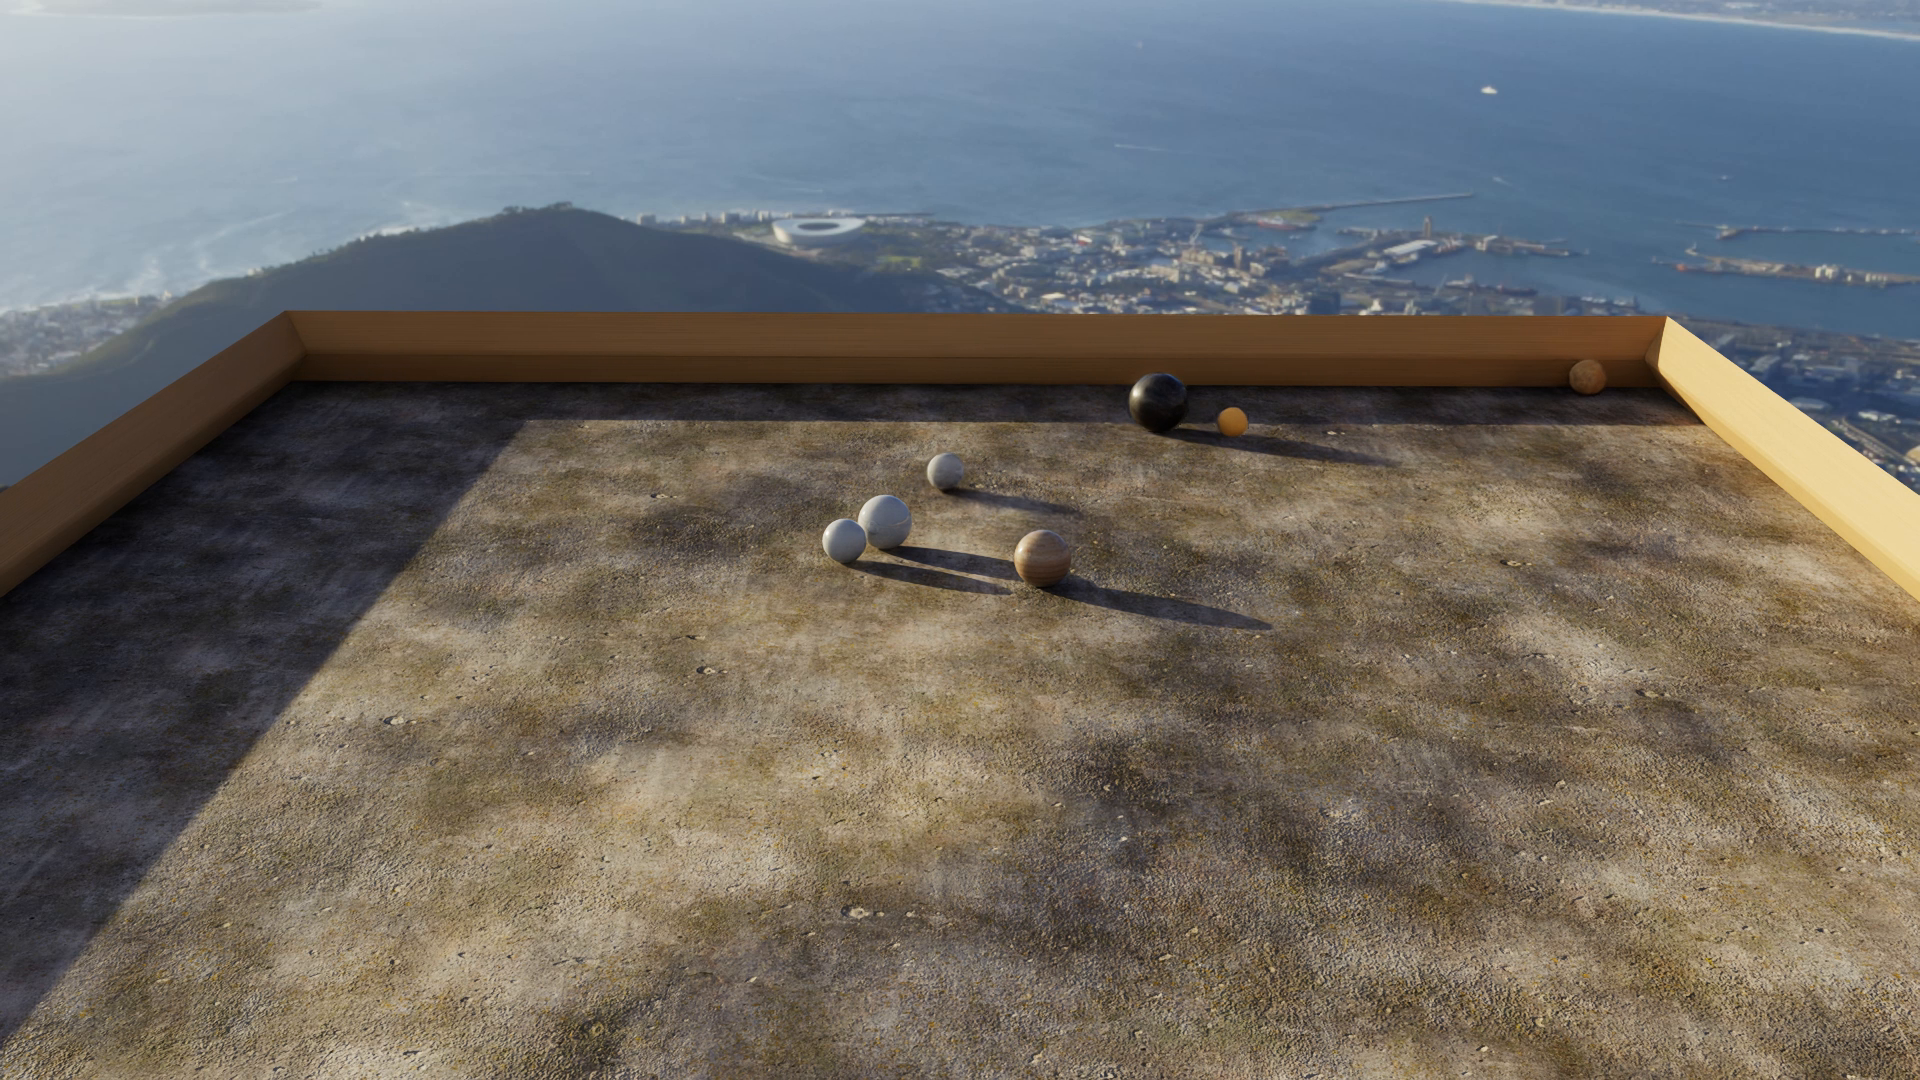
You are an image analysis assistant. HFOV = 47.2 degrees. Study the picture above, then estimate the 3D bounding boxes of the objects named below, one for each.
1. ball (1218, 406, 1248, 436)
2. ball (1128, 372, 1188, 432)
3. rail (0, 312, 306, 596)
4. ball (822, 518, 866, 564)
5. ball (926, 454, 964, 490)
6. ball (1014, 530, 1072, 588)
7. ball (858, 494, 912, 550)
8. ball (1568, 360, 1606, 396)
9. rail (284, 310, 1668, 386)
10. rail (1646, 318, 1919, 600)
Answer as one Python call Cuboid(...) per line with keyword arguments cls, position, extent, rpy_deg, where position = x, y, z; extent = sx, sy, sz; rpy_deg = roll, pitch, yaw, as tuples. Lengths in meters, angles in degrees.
Cuboid(cls="ball", position=(0.409, -0.177, 3.303), extent=(0.045, 0.045, 0.045), rpy_deg=(0, 18, 0))
Cuboid(cls="ball", position=(0.300, -0.209, 3.329), extent=(0.090, 0.090, 0.090), rpy_deg=(0, 18, 0))
Cuboid(cls="rail", position=(-1.129, 0.250, 1.824), extent=(0.045, 0.117, 3.808), rpy_deg=(0, 18, 1))
Cuboid(cls="ball", position=(-0.143, 0.001, 2.720), extent=(0.055, 0.055, 0.055), rpy_deg=(0, 18, 0))
Cuboid(cls="ball", position=(-0.020, -0.093, 3.026), extent=(0.051, 0.051, 0.051), rpy_deg=(0, 18, 0))
Cuboid(cls="ball", position=(0.099, 0.022, 2.631), extent=(0.069, 0.069, 0.069), rpy_deg=(0, 18, 0))
Cuboid(cls="ball", position=(-0.094, -0.023, 2.773), extent=(0.069, 0.069, 0.069), rpy_deg=(0, 18, 0))
Cuboid(cls="ball", position=(1.012, -0.261, 3.546), extent=(0.059, 0.059, 0.059), rpy_deg=(0, 18, 0))
Cuboid(cls="rail", position=(0.019, -0.308, 3.595), extent=(2.266, 0.117, 0.045), rpy_deg=(0, 18, 1))
Cuboid(cls="rail", position=(1.089, 0.264, 1.780), extent=(0.045, 0.117, 3.808), rpy_deg=(0, 18, 1))
